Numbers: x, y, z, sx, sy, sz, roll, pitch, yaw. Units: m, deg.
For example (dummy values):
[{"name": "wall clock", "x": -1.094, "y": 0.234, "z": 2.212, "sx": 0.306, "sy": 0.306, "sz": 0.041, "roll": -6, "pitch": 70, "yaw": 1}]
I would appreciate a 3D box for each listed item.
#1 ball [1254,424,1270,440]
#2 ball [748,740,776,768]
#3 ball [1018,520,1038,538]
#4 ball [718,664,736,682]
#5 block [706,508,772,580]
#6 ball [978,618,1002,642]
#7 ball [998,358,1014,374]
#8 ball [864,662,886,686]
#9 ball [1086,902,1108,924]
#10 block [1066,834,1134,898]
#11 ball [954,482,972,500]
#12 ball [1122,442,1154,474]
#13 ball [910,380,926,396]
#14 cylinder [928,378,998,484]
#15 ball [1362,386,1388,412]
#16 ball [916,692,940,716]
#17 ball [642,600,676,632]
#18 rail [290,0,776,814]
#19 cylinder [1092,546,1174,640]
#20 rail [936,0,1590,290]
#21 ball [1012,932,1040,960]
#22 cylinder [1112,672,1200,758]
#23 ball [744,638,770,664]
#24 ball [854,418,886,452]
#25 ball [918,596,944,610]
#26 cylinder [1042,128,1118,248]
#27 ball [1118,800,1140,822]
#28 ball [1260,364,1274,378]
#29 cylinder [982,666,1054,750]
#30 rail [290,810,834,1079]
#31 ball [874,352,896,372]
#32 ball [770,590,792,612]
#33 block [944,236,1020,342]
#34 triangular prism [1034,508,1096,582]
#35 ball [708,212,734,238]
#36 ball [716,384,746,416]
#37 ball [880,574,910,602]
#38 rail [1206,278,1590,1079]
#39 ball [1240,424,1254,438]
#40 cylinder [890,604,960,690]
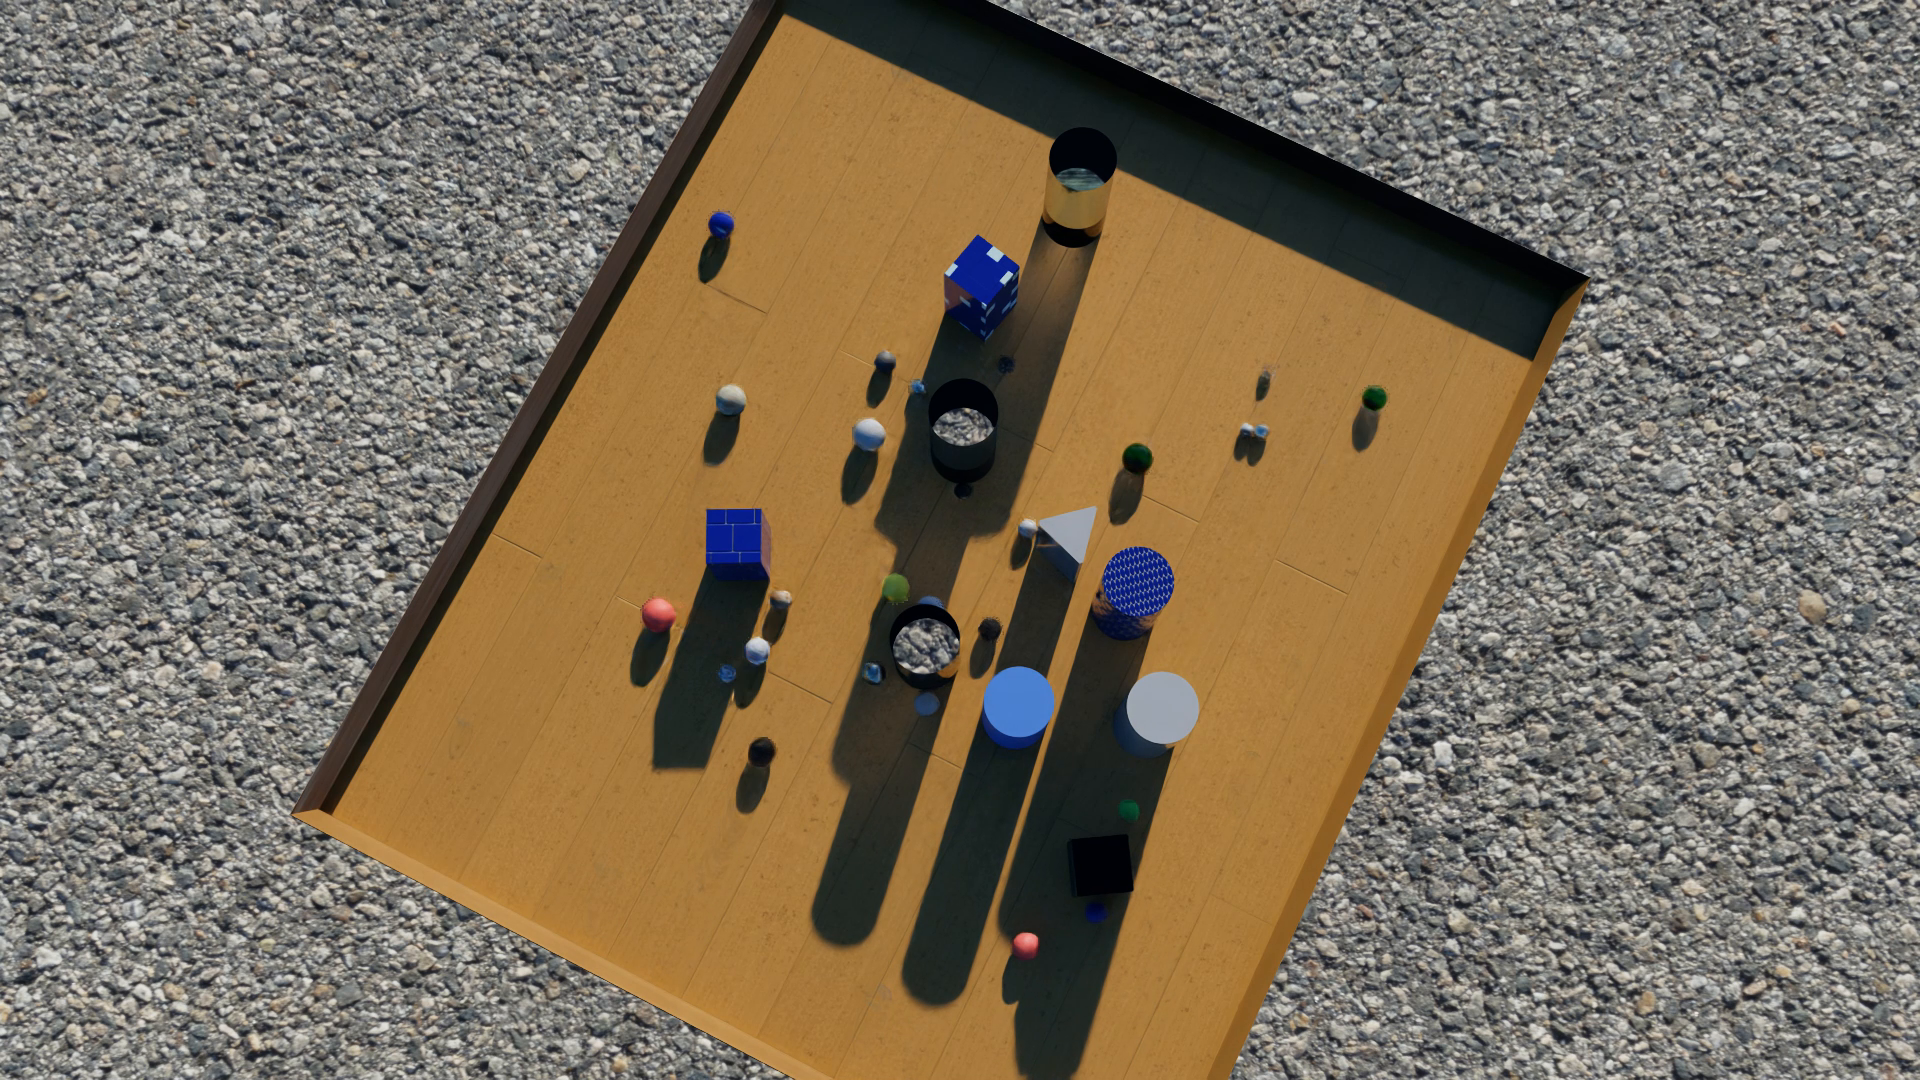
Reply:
[{"name": "ball", "x": 0.933, "y": -0.335, "z": 5.660, "sx": 0.051, "sy": 0.051, "sz": 0.051, "roll": 0, "pitch": 78, "yaw": 0}, {"name": "ball", "x": -0.590, "y": 0.633, "z": 5.442, "sx": 0.084, "sy": 0.084, "sz": 0.084, "roll": 0, "pitch": 78, "yaw": 0}, {"name": "ball", "x": 0.207, "y": -0.034, "z": 5.593, "sx": 0.059, "sy": 0.059, "sz": 0.059, "roll": 0, "pitch": 78, "yaw": 0}, {"name": "ball", "x": -0.698, "y": 0.400, "z": 5.506, "sx": 0.054, "sy": 0.054, "sz": 0.054, "roll": 0, "pitch": 78, "yaw": 0}, {"name": "block", "x": -0.658, "y": 0.017, "z": 5.468, "sx": 0.160, "sy": 0.285, "sz": 0.160, "roll": -1, "pitch": 78, "yaw": 0}, {"name": "ball", "x": 0.091, "y": 0.271, "z": 5.525, "sx": 0.070, "sy": 0.070, "sz": 0.070, "roll": 0, "pitch": 78, "yaw": 0}, {"name": "ball", "x": 0.142, "y": -0.543, "z": 5.702, "sx": 0.052, "sy": 0.052, "sz": 0.052, "roll": 0, "pitch": 78, "yaw": 0}, {"name": "ball", "x": -0.255, "y": 0.402, "z": 5.498, "sx": 0.070, "sy": 0.070, "sz": 0.070, "roll": 0, "pitch": 78, "yaw": 0}, {"name": "ball", "x": 0.402, "y": 1.089, "z": 5.359, "sx": 0.062, "sy": 0.062, "sz": 0.062, "roll": 0, "pitch": 78, "yaw": 0}, {"name": "block", "x": 0.403, "y": 0.943, "z": 5.293, "sx": 0.160, "sy": 0.251, "sz": 0.160, "roll": -5, "pitch": 78, "yaw": -1}, {"name": "ball", "x": 0.009, "y": -0.151, "z": 5.619, "sx": 0.056, "sy": 0.056, "sz": 0.056, "roll": 0, "pitch": 78, "yaw": 0}, {"name": "ball", "x": 0.544, "y": -0.250, "z": 5.619, "sx": 0.096, "sy": 0.096, "sz": 0.096, "roll": 0, "pitch": 78, "yaw": 0}, {"name": "ball", "x": -0.129, "y": -0.471, "z": 5.689, "sx": 0.049, "sy": 0.049, "sz": 0.049, "roll": 0, "pitch": 78, "yaw": 0}, {"name": "cylinder", "x": 0.010, "y": -0.317, "z": 5.445, "sx": 0.200, "sy": 0.465, "sz": 0.200, "roll": 0, "pitch": 78, "yaw": 0}, {"name": "ball", "x": 1.283, "y": -0.437, "z": 5.668, "sx": 0.076, "sy": 0.076, "sz": 0.076, "roll": 0, "pitch": 78, "yaw": 0}, {"name": "ball", "x": -0.098, "y": 0.489, "z": 5.479, "sx": 0.072, "sy": 0.072, "sz": 0.072, "roll": 0, "pitch": 78, "yaw": 0}, {"name": "ball", "x": -0.907, "y": 0.228, "z": 5.518, "sx": 0.100, "sy": 0.100, "sz": 0.100, "roll": 0, "pitch": 78, "yaw": 0}, {"name": "rail", "x": -1.208, "y": -0.585, "z": 5.670, "sx": 0.045, "sy": 0.130, "sz": 3.211, "roll": 26, "pitch": 80, "yaw": 5}, {"name": "cylinder", "x": 0.500, "y": 0.162, "z": 5.350, "sx": 0.200, "sy": 0.456, "sz": 0.200, "roll": 0, "pitch": 78, "yaw": 0}, {"name": "rail", "x": 0.707, "y": -1.378, "z": 5.835, "sx": 2.749, "sy": 0.130, "sz": 0.045, "roll": 26, "pitch": 80, "yaw": 5}, {"name": "ball", "x": 0.193, "y": 1.181, "z": 5.331, "sx": 0.080, "sy": 0.080, "sz": 0.080, "roll": 0, "pitch": 78, "yaw": 0}, {"name": "cylinder", "x": 0.558, "y": 0.509, "z": 5.271, "sx": 0.200, "sy": 0.470, "sz": 0.200, "roll": 0, "pitch": 78, "yaw": 0}, {"name": "ball", "x": -0.609, "y": 0.333, "z": 5.507, "sx": 0.081, "sy": 0.081, "sz": 0.081, "roll": 0, "pitch": 78, "yaw": 0}, {"name": "ball", "x": -0.278, "y": -0.322, "z": 5.633, "sx": 0.099, "sy": 0.099, "sz": 0.099, "roll": 0, "pitch": 78, "yaw": 0}, {"name": "ball", "x": -0.090, "y": 0.209, "z": 5.531, "sx": 0.082, "sy": 0.082, "sz": 0.082, "roll": 0, "pitch": 78, "yaw": 0}, {"name": "cylinder", "x": 0.361, "y": -1.071, "z": 5.601, "sx": 0.200, "sy": 0.466, "sz": 0.200, "roll": 0, "pitch": 78, "yaw": 0}, {"name": "ball", "x": 0.500, "y": 0.803, "z": 5.418, "sx": 0.063, "sy": 0.063, "sz": 0.063, "roll": 0, "pitch": 78, "yaw": 0}, {"name": "ball", "x": 0.958, "y": -0.525, "z": 5.703, "sx": 0.043, "sy": 0.043, "sz": 0.043, "roll": 0, "pitch": 78, "yaw": 0}, {"name": "cylinder", "x": 0.166, "y": 0.492, "z": 5.325, "sx": 0.200, "sy": 0.372, "sz": 0.200, "roll": 0, "pitch": 78, "yaw": 0}, {"name": "rail", "x": -0.707, "y": 1.392, "z": 5.261, "sx": 2.749, "sy": 0.130, "sz": 0.045, "roll": 26, "pitch": 80, "yaw": 5}, {"name": "ball", "x": -0.232, "y": -0.553, "z": 5.697, "sx": 0.067, "sy": 0.067, "sz": 0.067, "roll": 0, "pitch": 78, "yaw": 0}, {"name": "ball", "x": -0.542, "y": 0.184, "z": 5.544, "sx": 0.067, "sy": 0.067, "sz": 0.067, "roll": 0, "pitch": 78, "yaw": 0}, {"name": "block", "x": 0.065, "y": -0.765, "z": 5.599, "sx": 0.160, "sy": 0.344, "sz": 0.160, "roll": 38, "pitch": 81, "yaw": 7}, {"name": "triangular prism", "x": 0.342, "y": -0.012, "z": 5.458, "sx": 0.150, "sy": 0.316, "sz": 0.173, "roll": -44, "pitch": 82, "yaw": -8}, {"name": "ball", "x": -0.753, "y": -0.993, "z": 5.780, "sx": 0.083, "sy": 0.083, "sz": 0.083, "roll": 0, "pitch": 78, "yaw": 0}, {"name": "ball", "x": -0.708, "y": -0.431, "z": 5.657, "sx": 0.096, "sy": 0.096, "sz": 0.096, "roll": 0, "pitch": 78, "yaw": 0}, {"name": "ball", "x": -0.196, "y": 0.144, "z": 5.543, "sx": 0.086, "sy": 0.086, "sz": 0.086, "roll": 0, "pitch": 78, "yaw": 0}, {"name": "rail", "x": 1.208, "y": 0.598, "z": 5.425, "sx": 0.045, "sy": 0.130, "sz": 3.211, "roll": 26, "pitch": 80, "yaw": 5}, {"name": "ball", "x": 0.886, "y": -0.338, "z": 5.664, "sx": 0.044, "sy": 0.044, "sz": 0.044, "roll": 0, "pitch": 78, "yaw": 0}, {"name": "cylinder", "x": -0.099, "y": 0.317, "z": 5.359, "sx": 0.200, "sy": 0.376, "sz": 0.200, "roll": 0, "pitch": 78, "yaw": 0}]
